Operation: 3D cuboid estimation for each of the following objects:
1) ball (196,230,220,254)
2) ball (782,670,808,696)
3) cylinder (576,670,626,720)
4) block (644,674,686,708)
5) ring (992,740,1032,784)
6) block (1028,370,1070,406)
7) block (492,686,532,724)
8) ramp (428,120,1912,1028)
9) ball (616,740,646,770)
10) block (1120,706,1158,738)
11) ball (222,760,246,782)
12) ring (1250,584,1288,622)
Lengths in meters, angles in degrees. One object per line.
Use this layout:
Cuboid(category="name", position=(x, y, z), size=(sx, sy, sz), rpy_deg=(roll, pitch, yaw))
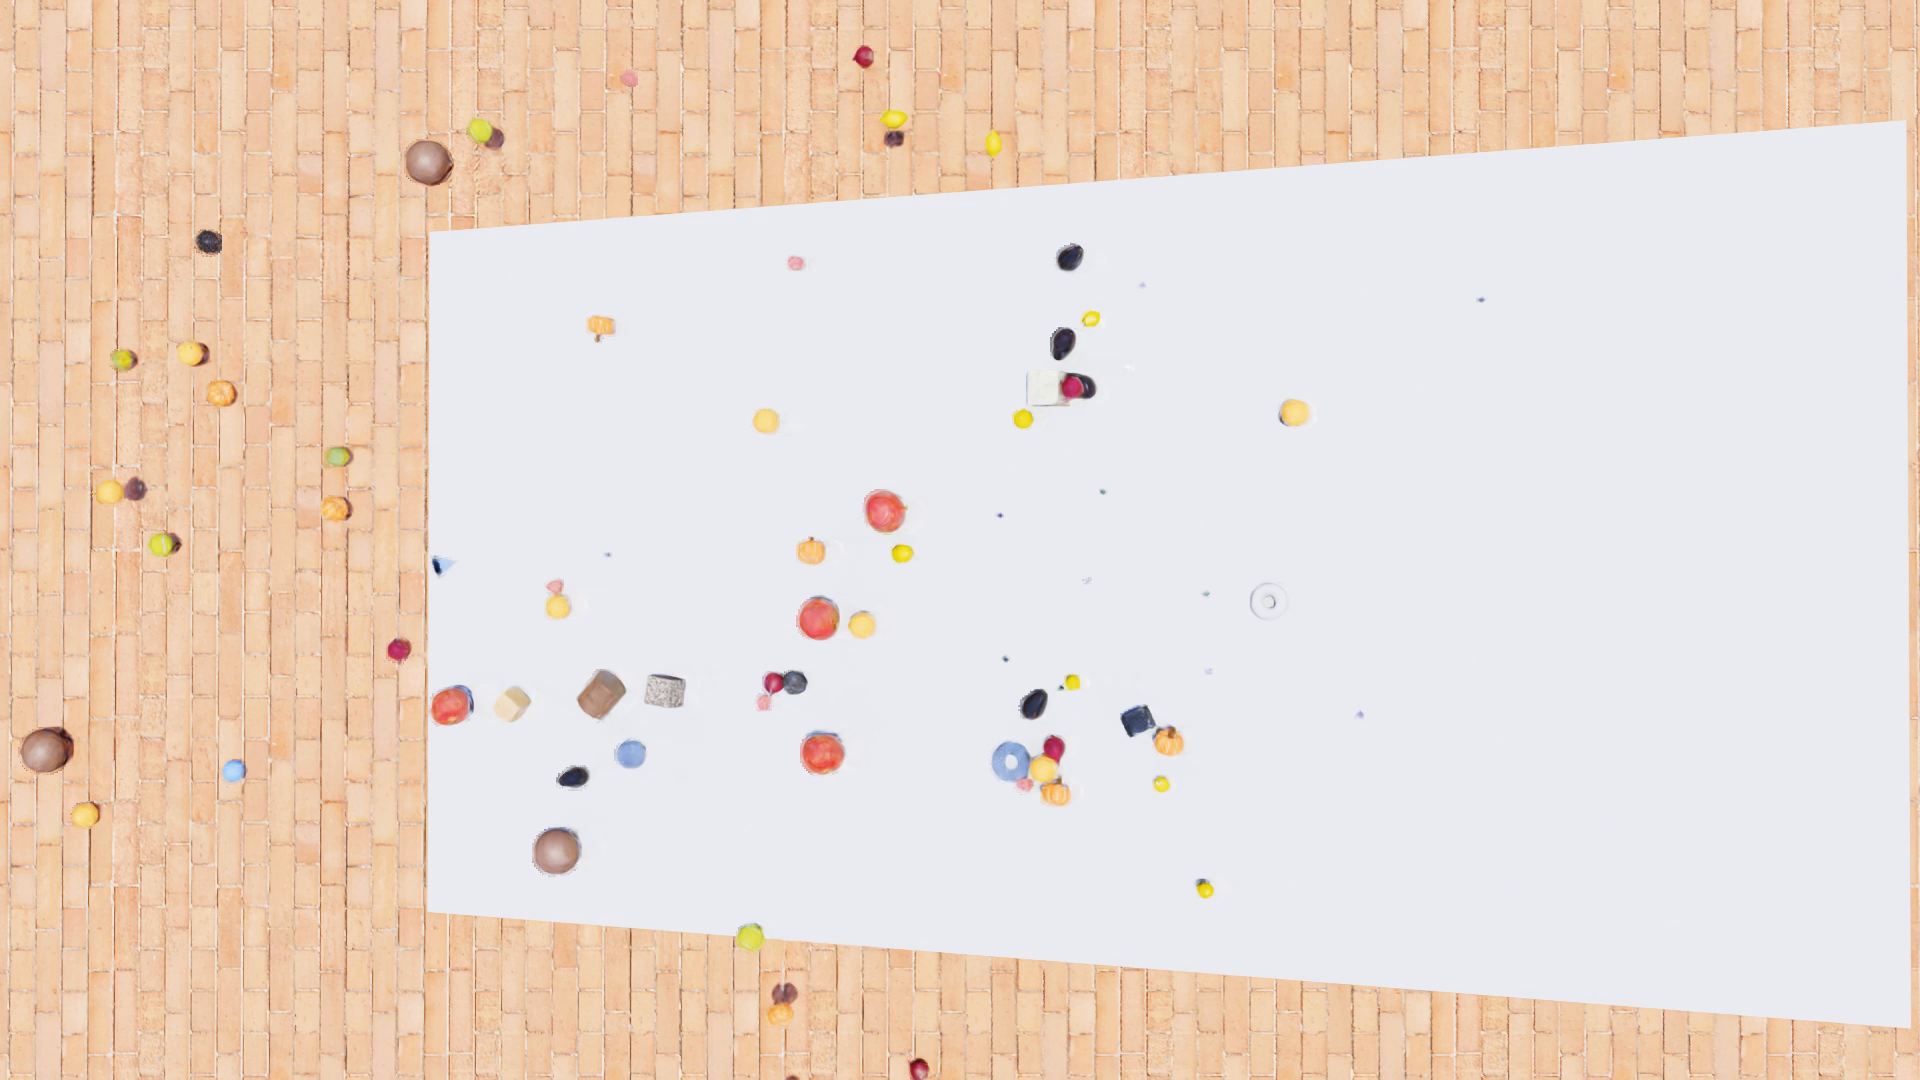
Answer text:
Cuboid(category="ball", position=(-2.236, -0.885, 6.541), size=(0.070, 0.070, 0.070), rpy_deg=(0, 89, 0))
Cuboid(category="ball", position=(-0.446, 0.385, 5.934), size=(0.068, 0.068, 0.068), rpy_deg=(0, 89, 0))
Cuboid(category="cylinder", position=(-1.005, 0.435, 6.164), size=(0.099, 0.099, 0.099), rpy_deg=(42, 107, 0))
Cuboid(category="block", position=(-0.816, 0.419, 6.093), size=(0.079, 0.079, 0.079), rpy_deg=(10, 93, 24))
Cuboid(category="ring", position=(0.132, 0.575, 5.690), size=(0.111, 0.037, 0.111), rpy_deg=(0, 91, 24))
Cuboid(category="block", position=(0.227, -0.388, 5.634), size=(0.084, 0.084, 0.084), rpy_deg=(0, 89, 24))
Cuboid(category="block", position=(-1.283, 0.472, 6.294), size=(0.068, 0.068, 0.068), rpy_deg=(40, 114, 9))
Cuboid(category="ramp", position=(0.283, 0.083, 5.704), size=(4.000, 0.100, 2.000), rpy_deg=(0, 89, 24))
Cuboid(category="ball", position=(-0.917, 0.598, 6.132), size=(0.084, 0.084, 0.084), rpy_deg=(0, 89, 0))
Cuboid(category="block", position=(0.450, 0.457, 5.537), size=(0.060, 0.060, 0.060), rpy_deg=(-28, 78, 21))
Cuboid(category="ball", position=(-2.155, 0.686, 6.525), size=(0.065, 0.065, 0.065), rpy_deg=(0, 89, 0))
Cuboid(category="ring", position=(0.762, 0.153, 5.417), size=(0.094, 0.031, 0.094), rpy_deg=(0, 91, 24))
